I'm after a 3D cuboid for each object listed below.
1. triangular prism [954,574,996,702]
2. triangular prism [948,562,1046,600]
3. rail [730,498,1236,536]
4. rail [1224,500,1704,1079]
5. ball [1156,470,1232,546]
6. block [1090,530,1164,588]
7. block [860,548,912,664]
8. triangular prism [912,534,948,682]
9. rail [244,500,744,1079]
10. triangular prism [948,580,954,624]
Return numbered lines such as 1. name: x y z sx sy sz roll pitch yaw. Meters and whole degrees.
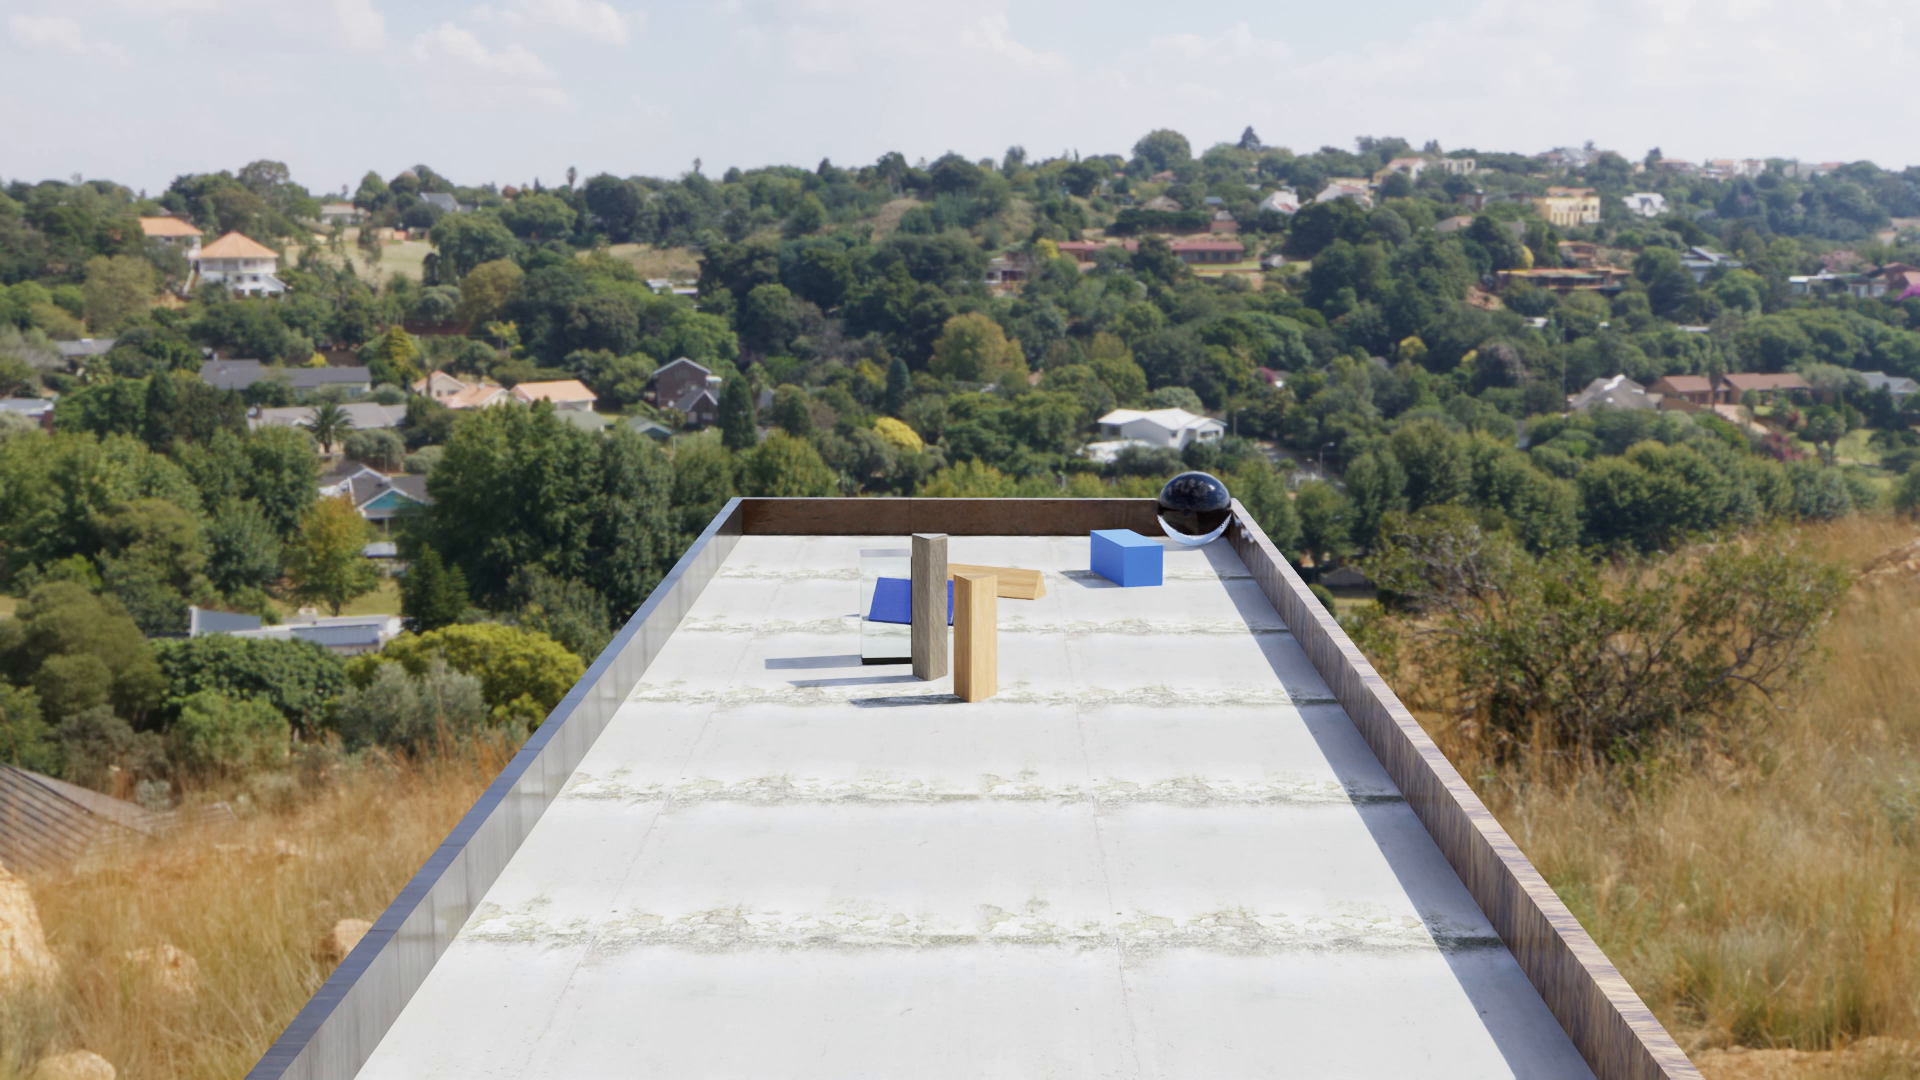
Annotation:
1. triangular prism: 0.025 0.271 6.193 0.105 0.347 0.122 7 11 37
2. triangular prism: 0.075 0.138 7.819 0.459 0.096 0.110 4 10 25
3. rail: 0.099 -0.098 9.147 2.100 0.150 0.050 0 9 1
4. rail: 1.046 0.843 3.208 0.050 0.150 12.000 0 9 1
5. ball: 0.944 -0.128 8.858 0.301 0.301 0.301 0 9 0
6. block: 0.613 0.065 8.124 0.148 0.148 0.395 -2 9 -14
7. block: -0.224 0.202 6.689 0.154 0.328 0.154 -1 9 -5
8. triangular prism: -0.102 0.194 6.441 0.089 0.422 0.103 5 11 31
9. rail: -1.004 0.839 3.234 0.050 0.150 12.000 0 9 1
10. triangular prism: -0.127 0.192 7.346 0.332 0.134 0.155 4 10 25
